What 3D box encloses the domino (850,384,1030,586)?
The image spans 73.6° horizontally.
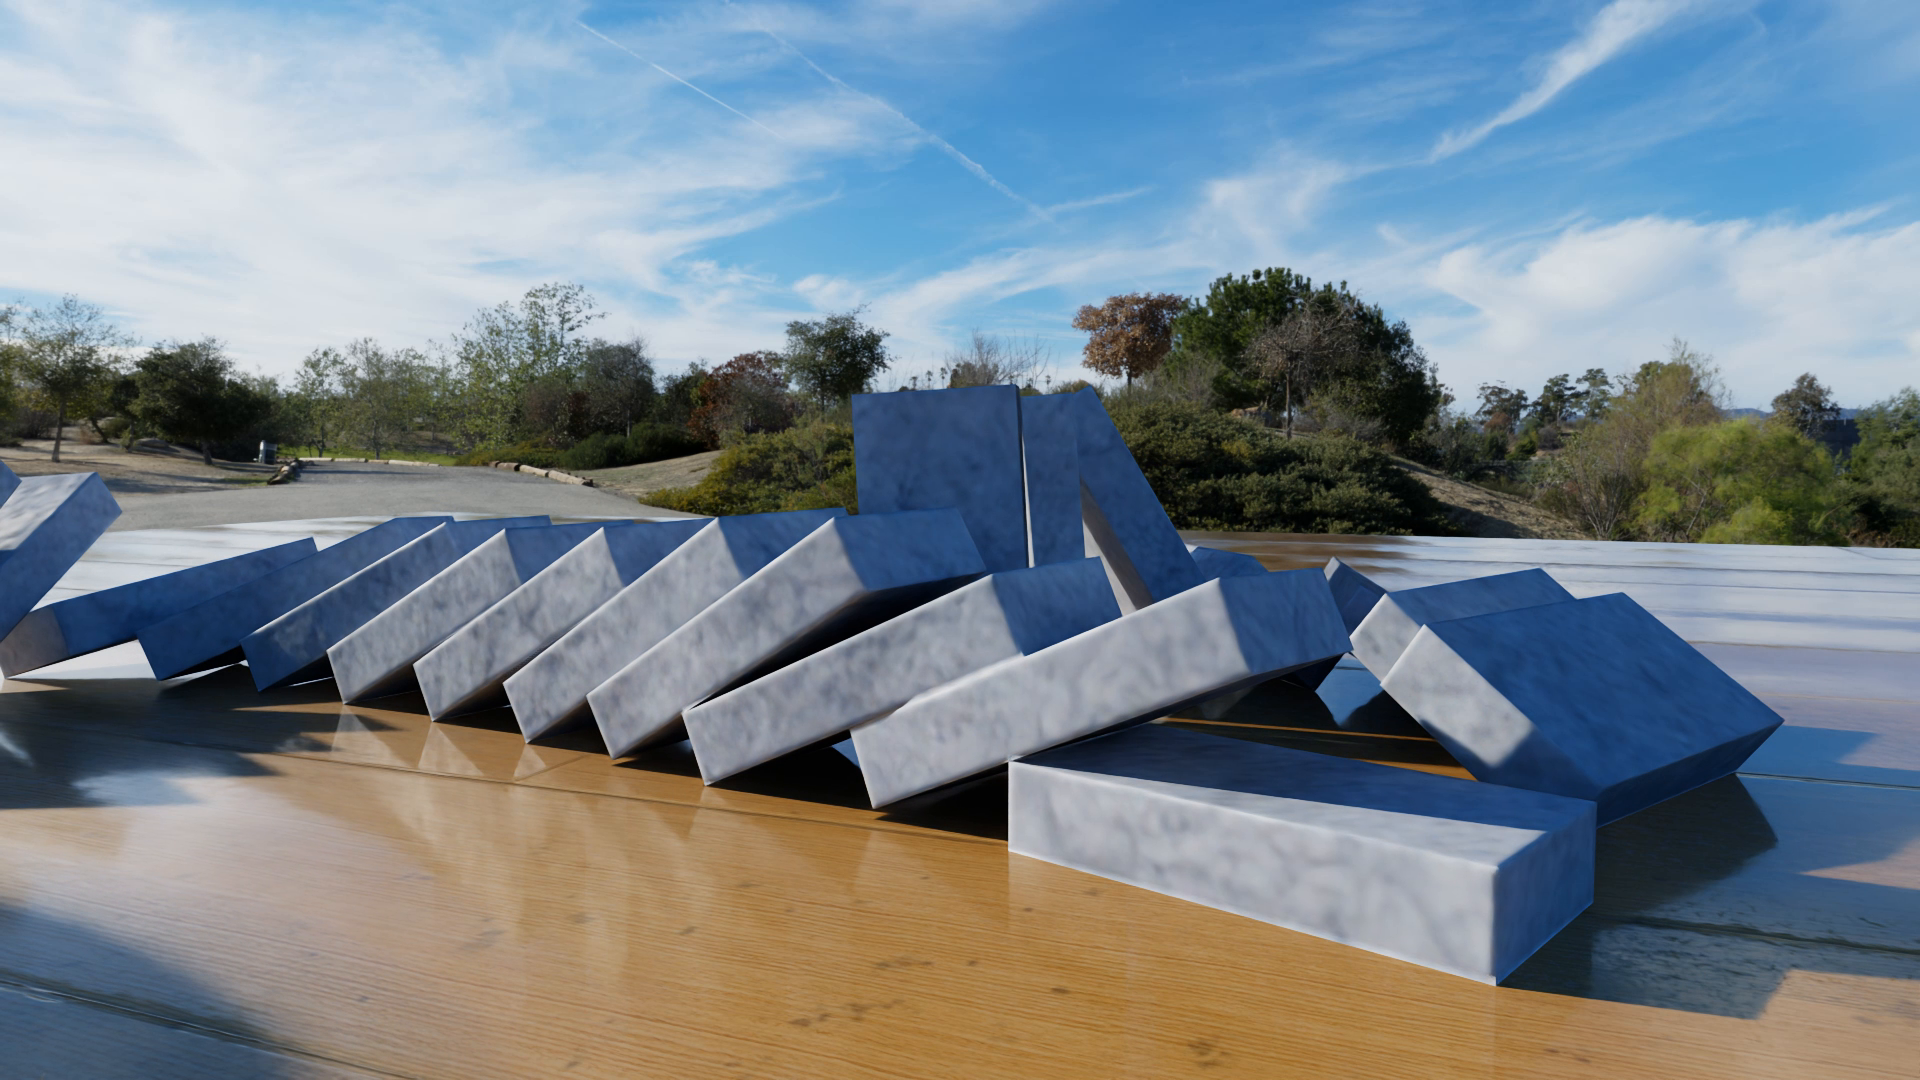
[{"bbox_3d":[-0.002,0.002,0.200,0.025,0.050,0.010,-3,4,7],"label":"domino"}]

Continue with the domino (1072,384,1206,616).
[{"bbox_3d":[0.029,-0.001,0.227,0.009,0.050,0.025,-30,-2,-11],"label":"domino"}]

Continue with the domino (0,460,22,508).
[{"bbox_3d":[-0.180,0.006,0.207,0.025,0.050,0.009,1,-40,10],"label":"domino"}]

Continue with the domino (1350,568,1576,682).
[{"bbox_3d":[0.079,0.017,0.182,0.050,0.010,0.025,-4,44,-44],"label":"domino"}]

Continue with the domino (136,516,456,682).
[{"bbox_3d":[-0.119,0.010,0.236,0.050,0.009,0.025,-24,2,1],"label":"domino"}]

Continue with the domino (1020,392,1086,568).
[{"bbox_3d":[0.011,0.001,0.217,0.009,0.050,0.025,-8,7,-25],"label":"domino"}]

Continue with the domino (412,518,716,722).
[{"bbox_3d":[-0.057,0.012,0.195,0.050,0.010,0.025,-30,-12,32],"label":"domino"}]

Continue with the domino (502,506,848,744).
[{"bbox_3d":[-0.039,0.012,0.181,0.050,0.009,0.025,-33,-14,31],"label":"domino"}]

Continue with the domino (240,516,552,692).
[{"bbox_3d":[-0.096,0.011,0.223,0.050,0.010,0.025,-25,-6,20],"label":"domino"}]

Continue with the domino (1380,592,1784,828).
[{"bbox_3d":[0.076,0.020,0.156,0.050,0.009,0.025,-3,41,-39],"label":"domino"}]

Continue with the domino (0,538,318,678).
[{"bbox_3d":[-0.153,0.012,0.247,0.025,0.009,0.050,-14,6,31],"label":"domino"}]

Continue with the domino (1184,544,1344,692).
[{"bbox_3d":[0.048,0.013,0.242,0.025,0.010,0.050,42,-7,-14],"label":"domino"}]

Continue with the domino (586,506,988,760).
[{"bbox_3d":[-0.023,0.012,0.168,0.050,0.010,0.025,-33,-14,31],"label":"domino"}]

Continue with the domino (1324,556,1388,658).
[{"bbox_3d":[0.073,0.016,0.215,0.025,0.009,0.050,34,10,7],"label":"domino"}]

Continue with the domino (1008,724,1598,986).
[{"bbox_3d":[0.032,0.028,0.126,0.050,0.010,0.025,4,6,42],"label":"domino"}]

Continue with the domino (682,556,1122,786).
[{"bbox_3d":[-0.007,0.016,0.158,0.050,0.009,0.025,-25,-10,32],"label":"domino"}]

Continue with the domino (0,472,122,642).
[{"bbox_3d":[-0.175,0.007,0.225,0.025,0.010,0.050,-4,38,6],"label":"domino"}]

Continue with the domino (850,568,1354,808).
[{"bbox_3d":[0.015,0.017,0.142,0.050,0.009,0.025,-26,-15,35],"label":"domino"}]

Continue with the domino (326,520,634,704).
[{"bbox_3d":[-0.077,0.012,0.209,0.050,0.010,0.025,-27,-11,30],"label":"domino"}]
